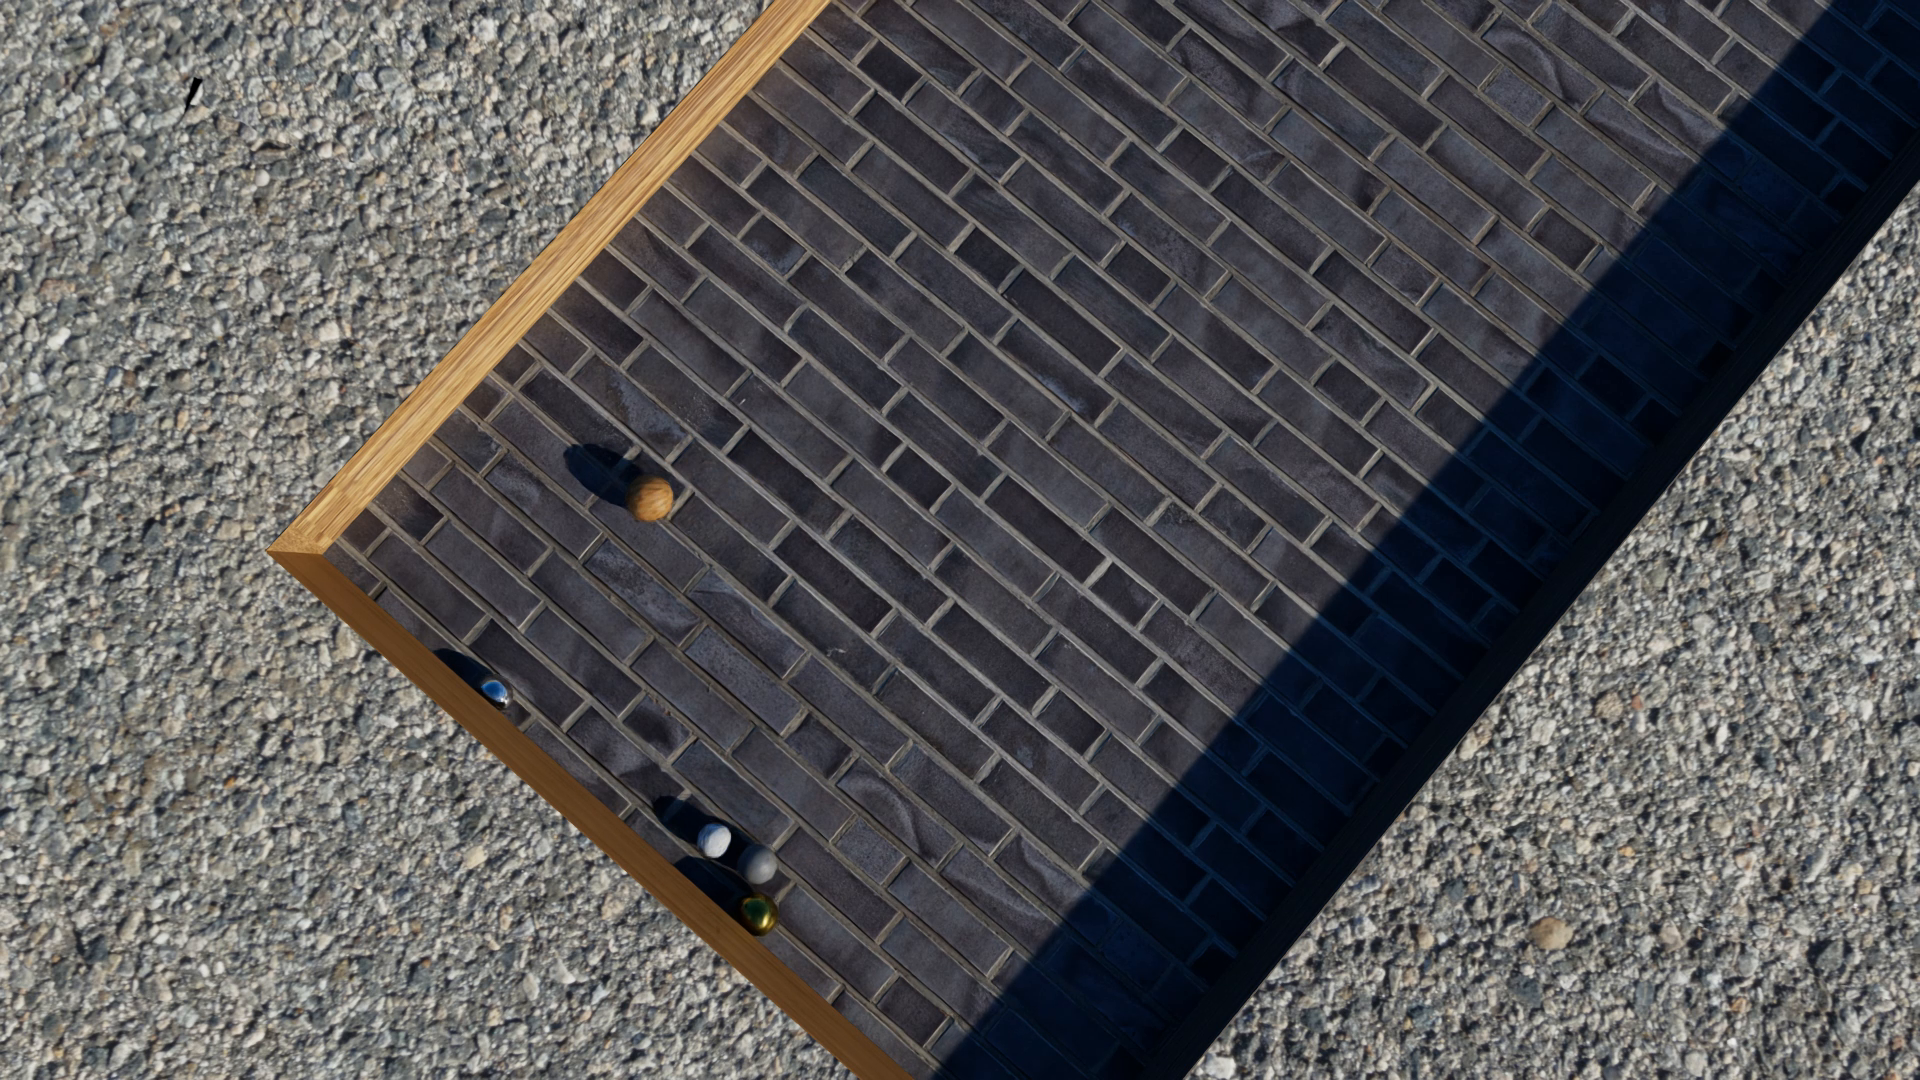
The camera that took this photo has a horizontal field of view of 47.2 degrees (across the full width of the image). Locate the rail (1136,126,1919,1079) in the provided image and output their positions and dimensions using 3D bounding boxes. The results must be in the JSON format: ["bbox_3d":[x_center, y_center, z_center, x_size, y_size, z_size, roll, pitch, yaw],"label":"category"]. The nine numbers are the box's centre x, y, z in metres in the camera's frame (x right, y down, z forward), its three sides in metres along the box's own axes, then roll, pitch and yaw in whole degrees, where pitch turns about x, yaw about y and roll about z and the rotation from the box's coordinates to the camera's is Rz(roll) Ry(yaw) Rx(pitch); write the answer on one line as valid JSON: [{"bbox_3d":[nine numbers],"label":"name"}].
[{"bbox_3d":[0.991,-0.053,3.261,0.045,0.125,2.725,40,83,6],"label":"rail"}]

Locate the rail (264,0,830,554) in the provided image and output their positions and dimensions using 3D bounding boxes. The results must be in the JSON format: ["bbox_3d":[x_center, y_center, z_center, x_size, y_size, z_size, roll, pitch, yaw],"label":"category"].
[{"bbox_3d":[-0.103,-0.978,3.420,0.045,0.125,2.725,40,83,6],"label":"rail"}]

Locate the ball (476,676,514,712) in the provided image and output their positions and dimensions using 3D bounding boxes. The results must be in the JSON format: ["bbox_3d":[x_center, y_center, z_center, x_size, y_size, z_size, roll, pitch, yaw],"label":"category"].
[{"bbox_3d":[-0.687,0.228,3.249,0.056,0.056,0.056,0,80,0],"label":"ball"}]

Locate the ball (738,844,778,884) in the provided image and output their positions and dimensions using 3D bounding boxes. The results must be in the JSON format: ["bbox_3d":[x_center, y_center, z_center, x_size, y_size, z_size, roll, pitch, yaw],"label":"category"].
[{"bbox_3d":[-0.295,0.473,3.206,0.058,0.058,0.058,0,80,0],"label":"ball"}]

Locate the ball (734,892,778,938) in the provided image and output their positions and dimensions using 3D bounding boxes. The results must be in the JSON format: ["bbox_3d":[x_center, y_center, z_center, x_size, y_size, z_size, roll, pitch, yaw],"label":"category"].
[{"bbox_3d":[-0.296,0.543,3.190,0.065,0.065,0.065,0,80,0],"label":"ball"}]

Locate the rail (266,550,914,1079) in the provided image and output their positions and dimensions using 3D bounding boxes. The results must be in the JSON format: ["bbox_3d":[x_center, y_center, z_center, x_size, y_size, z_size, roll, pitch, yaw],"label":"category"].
[{"bbox_3d":[-0.428,0.486,3.169,1.489,0.125,0.045,40,83,6],"label":"rail"}]

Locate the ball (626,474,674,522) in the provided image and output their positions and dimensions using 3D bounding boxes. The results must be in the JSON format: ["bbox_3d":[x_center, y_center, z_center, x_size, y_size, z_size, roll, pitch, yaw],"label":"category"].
[{"bbox_3d":[-0.465,-0.063,3.291,0.071,0.071,0.071,0,80,0],"label":"ball"}]

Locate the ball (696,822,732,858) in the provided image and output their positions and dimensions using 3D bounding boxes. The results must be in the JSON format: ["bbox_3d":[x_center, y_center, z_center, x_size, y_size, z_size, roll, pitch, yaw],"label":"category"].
[{"bbox_3d":[-0.359,0.439,3.215,0.051,0.051,0.051,0,80,0],"label":"ball"}]
